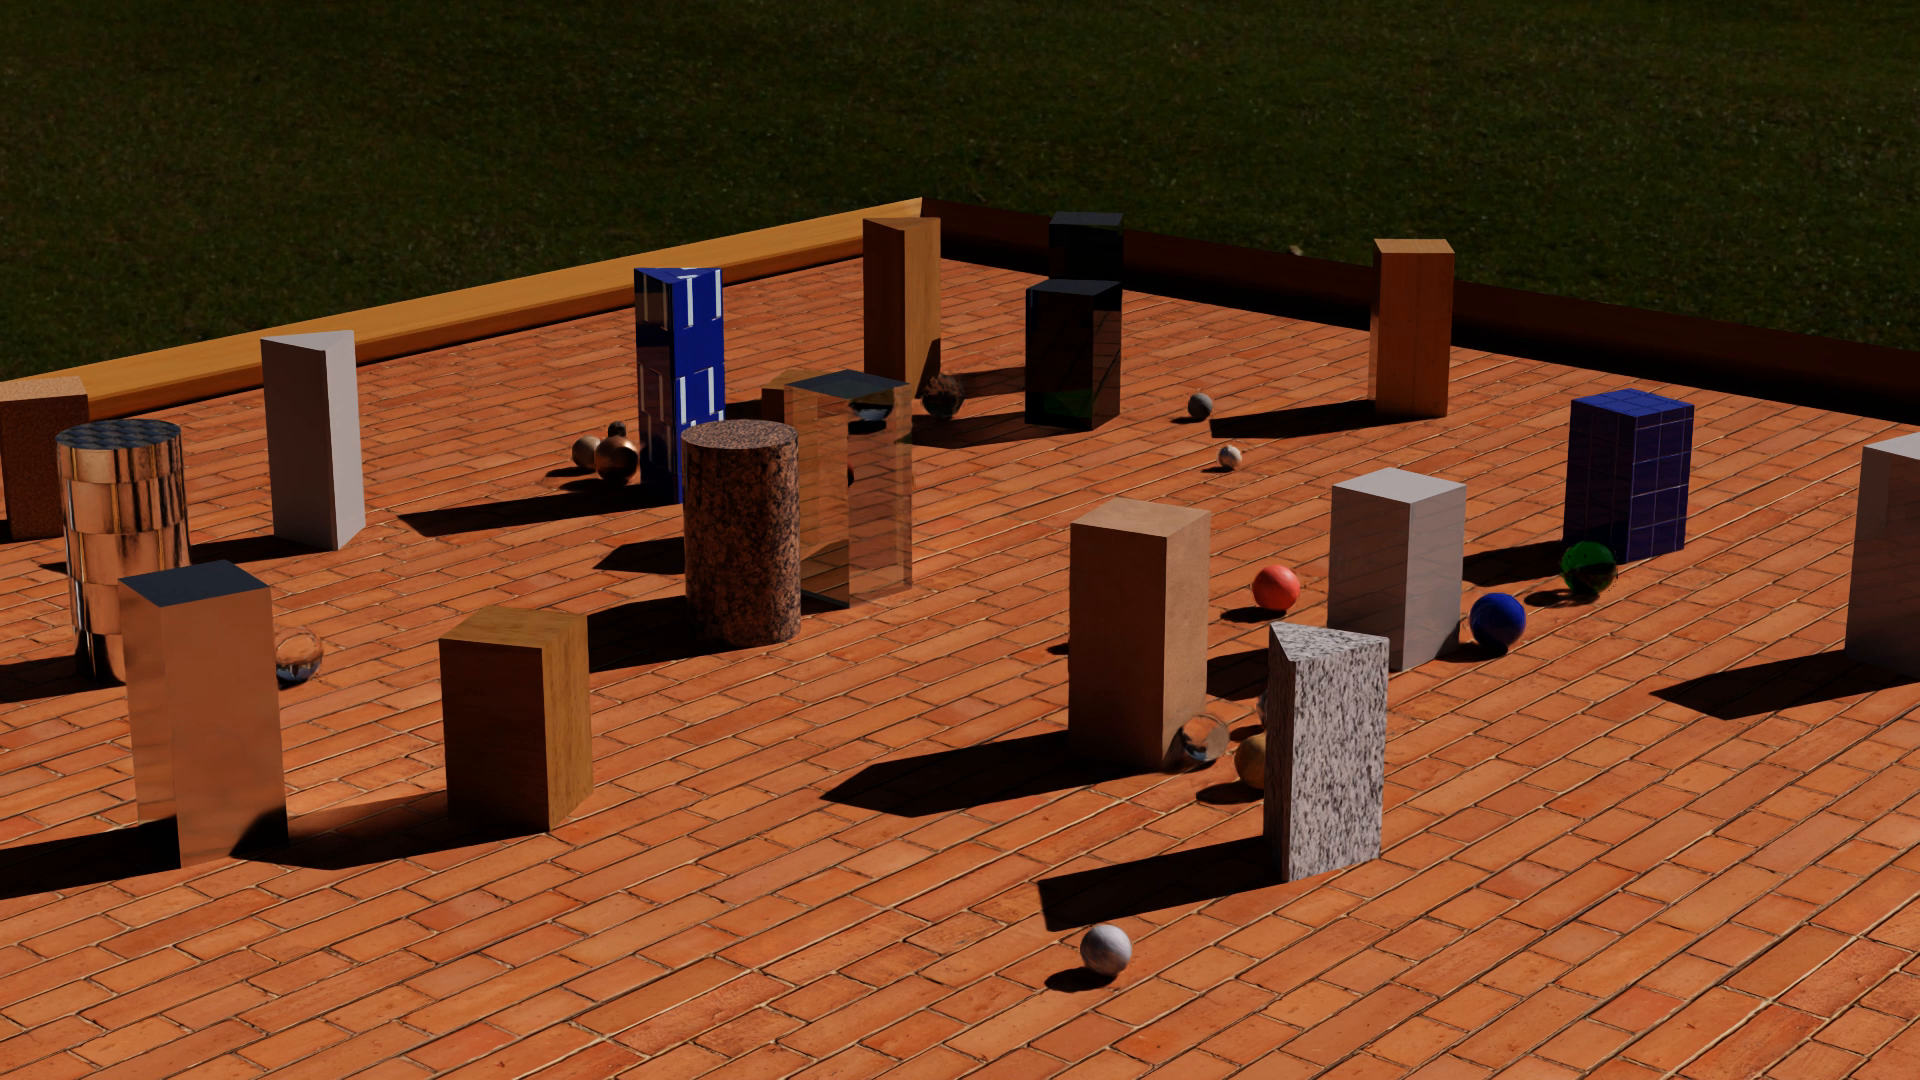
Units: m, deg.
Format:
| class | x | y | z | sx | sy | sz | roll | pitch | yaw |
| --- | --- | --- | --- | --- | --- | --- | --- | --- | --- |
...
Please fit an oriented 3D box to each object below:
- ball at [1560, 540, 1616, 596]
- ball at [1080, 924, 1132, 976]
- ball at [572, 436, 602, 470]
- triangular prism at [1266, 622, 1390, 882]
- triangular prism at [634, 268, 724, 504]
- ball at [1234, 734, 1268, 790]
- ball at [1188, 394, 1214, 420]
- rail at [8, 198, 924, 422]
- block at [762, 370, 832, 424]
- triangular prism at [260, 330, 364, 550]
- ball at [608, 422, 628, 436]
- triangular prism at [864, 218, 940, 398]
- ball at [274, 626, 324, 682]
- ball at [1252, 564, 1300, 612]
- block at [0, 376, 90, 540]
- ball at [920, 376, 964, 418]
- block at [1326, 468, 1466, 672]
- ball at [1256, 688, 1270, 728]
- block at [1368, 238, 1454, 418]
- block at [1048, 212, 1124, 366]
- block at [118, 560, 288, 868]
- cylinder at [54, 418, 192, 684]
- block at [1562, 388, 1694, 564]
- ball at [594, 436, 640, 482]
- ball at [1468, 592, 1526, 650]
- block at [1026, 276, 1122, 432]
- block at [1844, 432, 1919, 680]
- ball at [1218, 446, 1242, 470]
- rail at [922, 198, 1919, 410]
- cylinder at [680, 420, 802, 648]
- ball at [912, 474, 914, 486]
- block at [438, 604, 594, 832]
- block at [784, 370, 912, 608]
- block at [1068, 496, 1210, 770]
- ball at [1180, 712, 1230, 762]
| class | x | y | z | sx | sy | sz | roll | pitch | yaw |
| --- | --- | --- | --- | --- | --- | --- | --- | --- | --- |
| ball | 1.097 | 0.048 | 5.118 | 0.097 | 0.097 | 0.097 | 0 | 17 | 0 |
| ball | 0.182 | 0.510 | 3.645 | 0.064 | 0.064 | 0.064 | 0 | 17 | 0 |
| ball | -0.747 | -0.175 | 5.905 | 0.071 | 0.071 | 0.071 | 0 | 17 | 0 |
| triangular prism | 0.465 | 0.278 | 3.984 | 0.168 | 0.313 | 0.145 | -11 | 20 | -32 |
| triangular prism | -0.568 | -0.309 | 5.716 | 0.145 | 0.435 | 0.168 | 10 | 19 | 29 |
| ball | 0.438 | 0.321 | 4.242 | 0.081 | 0.081 | 0.081 | 0 | 17 | 0 |
| ball | 0.516 | -0.287 | 6.303 | 0.055 | 0.055 | 0.055 | 0 | 17 | 0 |
| rail | -1.631 | -0.378 | 6.476 | 0.045 | 0.126 | 4.708 | 14 | 22 | 39 |
| block | -0.267 | -0.150 | 5.429 | 0.155 | 0.297 | 0.155 | 4 | 17 | 14 |
| triangular prism | -1.169 | -0.192 | 5.430 | 0.168 | 0.377 | 0.145 | 12 | 21 | 35 |
| ball | -0.717 | -0.227 | 6.129 | 0.041 | 0.041 | 0.041 | 0 | 17 | 0 |
| triangular prism | -0.107 | -0.517 | 6.494 | 0.145 | 0.384 | 0.168 | -10 | 20 | -30 |
| ball | -1.063 | 0.182 | 4.692 | 0.088 | 0.088 | 0.088 | 0 | 17 | 0 |
| ball | 0.542 | 0.083 | 5.031 | 0.081 | 0.081 | 0.081 | 0 | 17 | 0 |
| block | -1.713 | -0.155 | 5.497 | 0.155 | 0.267 | 0.155 | -6 | 18 | -21 |
| ball | -0.038 | -0.309 | 6.309 | 0.093 | 0.093 | 0.093 | 0 | 17 | 0 |
| block | 0.714 | 0.046 | 4.806 | 0.155 | 0.283 | 0.155 | 16 | 23 | 42 |
| ball | 0.488 | 0.257 | 4.474 | 0.070 | 0.070 | 0.070 | 0 | 17 | 0 |
| block | 0.975 | -0.460 | 6.350 | 0.155 | 0.359 | 0.155 | 0 | 17 | 2 |
| block | 0.287 | -0.557 | 6.676 | 0.155 | 0.355 | 0.155 | 2 | 17 | 7 |
| block | -1.037 | 0.236 | 4.021 | 0.155 | 0.372 | 0.155 | -12 | 20 | -34 |
| cylinder | -1.339 | 0.017 | 4.719 | 0.194 | 0.388 | 0.194 | 0 | 17 | 0 |
| block | 1.222 | -0.119 | 5.366 | 0.155 | 0.274 | 0.155 | -11 | 20 | -33 |
| ball | -0.680 | -0.160 | 5.816 | 0.094 | 0.094 | 0.094 | 0 | 17 | 0 |
| ball | 0.887 | 0.133 | 4.842 | 0.094 | 0.094 | 0.094 | 0 | 17 | 0 |
| block | 0.243 | -0.400 | 6.267 | 0.155 | 0.292 | 0.155 | 8 | 18 | 24 |
| block | 1.560 | 0.024 | 4.749 | 0.155 | 0.357 | 0.155 | -12 | 21 | -35 |
| ball | 0.544 | -0.167 | 5.917 | 0.048 | 0.048 | 0.048 | 0 | 17 | 0 |
| rail | 1.528 | -0.477 | 6.805 | 4.369 | 0.126 | 0.045 | 14 | 22 | 39 |
| cylinder | -0.365 | -0.012 | 4.897 | 0.194 | 0.341 | 0.194 | 0 | 17 | 0 |
| ball | -0.112 | -0.117 | 5.755 | 0.045 | 0.045 | 0.045 | 0 | 17 | 0 |
| block | -0.626 | 0.250 | 4.149 | 0.155 | 0.271 | 0.155 | 5 | 17 | 16 |
| block | -0.194 | -0.091 | 5.106 | 0.155 | 0.371 | 0.155 | 15 | 23 | 41 |
| block | 0.267 | 0.138 | 4.367 | 0.155 | 0.360 | 0.155 | 9 | 19 | 27 |
| ball | 0.364 | 0.292 | 4.352 | 0.073 | 0.073 | 0.073 | 0 | 17 | 0 |
